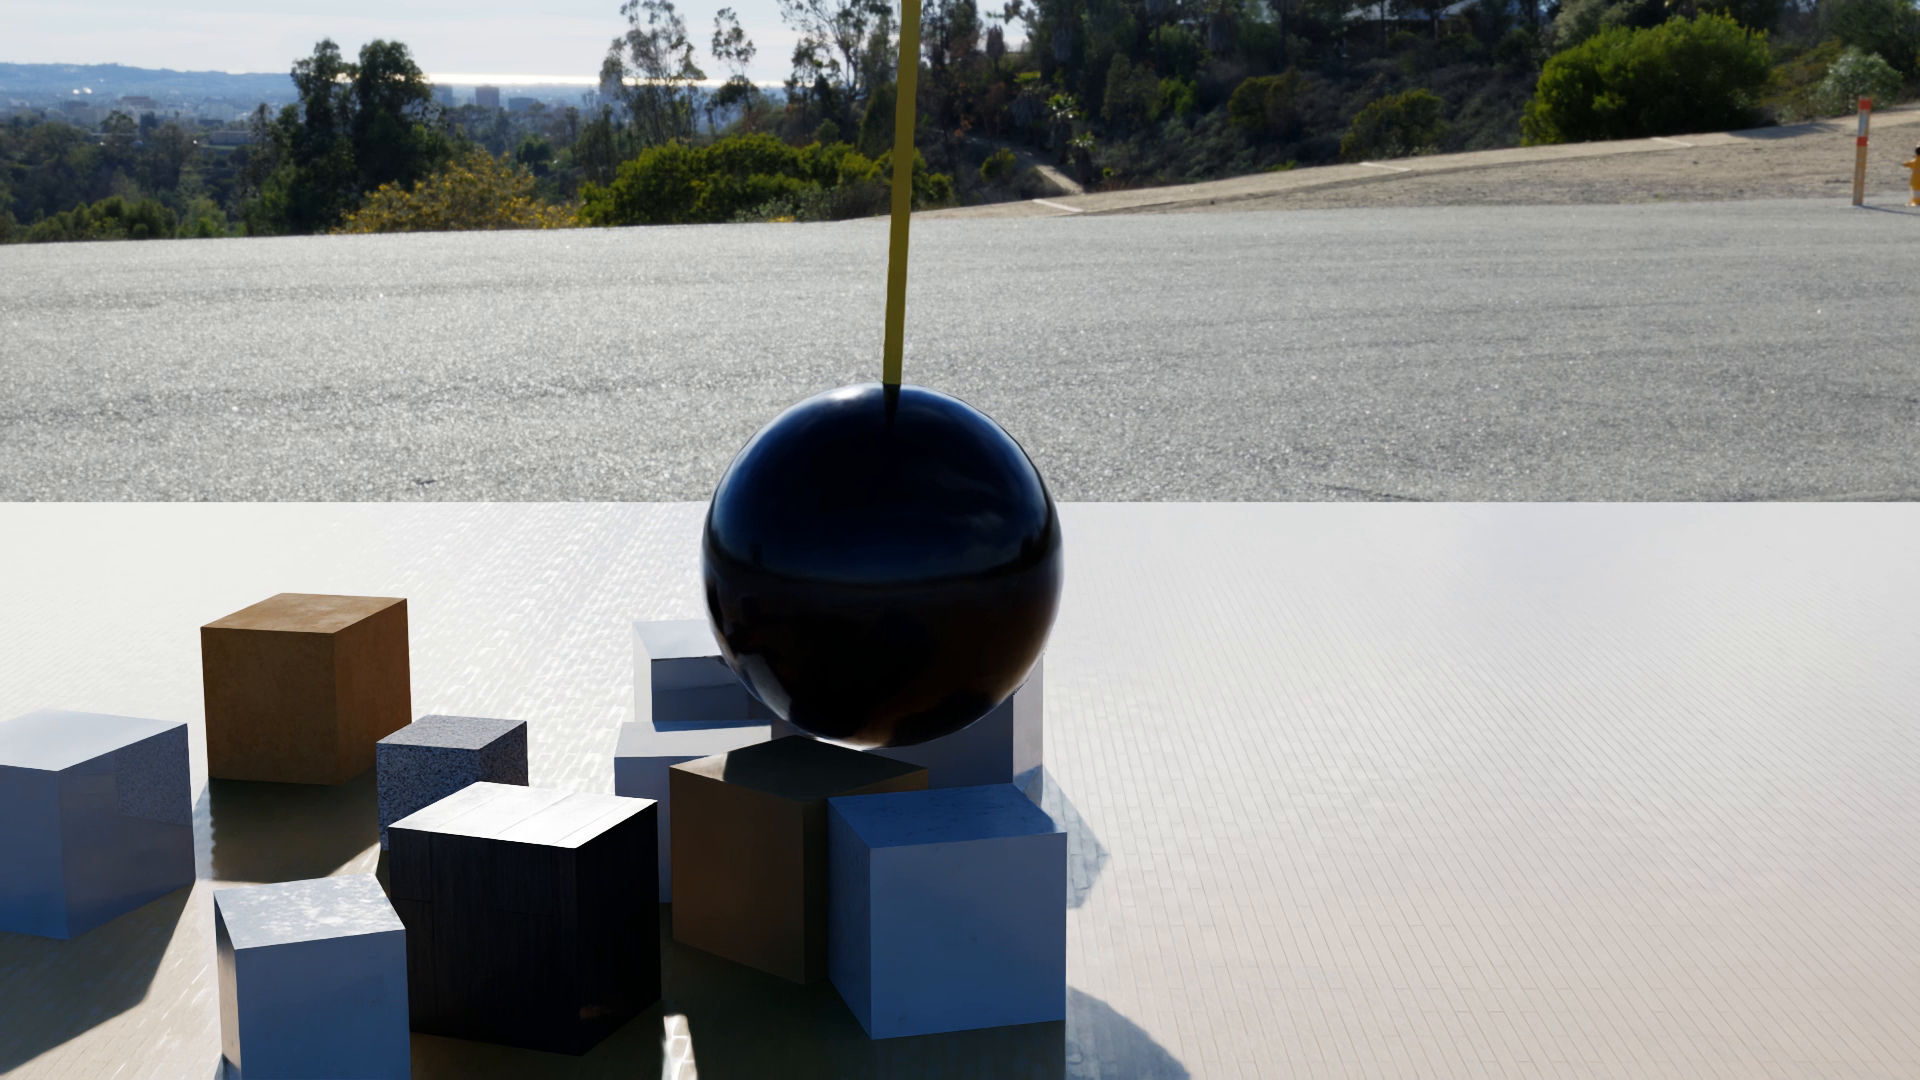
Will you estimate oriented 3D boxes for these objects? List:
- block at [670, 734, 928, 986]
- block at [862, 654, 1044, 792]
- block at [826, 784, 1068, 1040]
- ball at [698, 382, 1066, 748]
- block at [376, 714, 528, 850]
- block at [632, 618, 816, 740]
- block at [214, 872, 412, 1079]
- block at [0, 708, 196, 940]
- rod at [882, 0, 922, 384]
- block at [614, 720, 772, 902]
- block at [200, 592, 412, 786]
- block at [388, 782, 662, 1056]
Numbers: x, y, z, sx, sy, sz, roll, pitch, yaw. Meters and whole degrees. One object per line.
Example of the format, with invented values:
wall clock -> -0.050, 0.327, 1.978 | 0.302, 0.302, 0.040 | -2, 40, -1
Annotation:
block -> -0.654, 1.282, 10.458 | 0.785, 0.736, 0.699 | 9, 14, 42
block -> -0.028, 0.836, 12.863 | 0.758, 0.754, 0.776 | 2, 11, 12
block -> -0.060, 1.402, 9.810 | 0.754, 0.731, 0.694 | -3, 11, -16
ball -> -0.339, 0.109, 11.200 | 1.600, 1.600, 1.600 | 0, 10, 0
block -> -2.347, 1.134, 11.912 | 0.505, 0.507, 0.542 | 3, 11, 14
block -> -1.132, 0.885, 12.261 | 0.763, 0.873, 0.821 | -2, 11, -13
block -> -2.292, 1.598, 9.060 | 0.567, 0.614, 0.680 | -4, 11, -21
block -> -3.872, 1.195, 10.986 | 0.765, 0.717, 0.840 | 4, 11, 20
rod -> -0.147, -3.231, 10.593 | 0.080, 5.200, 0.080 | 3, 10, -1
block -> -1.158, 1.182, 11.253 | 0.663, 0.649, 0.601 | -1, 10, -4
block -> -3.356, 0.753, 13.242 | 0.716, 0.780, 0.885 | 2, 11, 12
block -> -1.624, 1.406, 9.641 | 0.774, 0.785, 0.643 | 4, 11, 20
